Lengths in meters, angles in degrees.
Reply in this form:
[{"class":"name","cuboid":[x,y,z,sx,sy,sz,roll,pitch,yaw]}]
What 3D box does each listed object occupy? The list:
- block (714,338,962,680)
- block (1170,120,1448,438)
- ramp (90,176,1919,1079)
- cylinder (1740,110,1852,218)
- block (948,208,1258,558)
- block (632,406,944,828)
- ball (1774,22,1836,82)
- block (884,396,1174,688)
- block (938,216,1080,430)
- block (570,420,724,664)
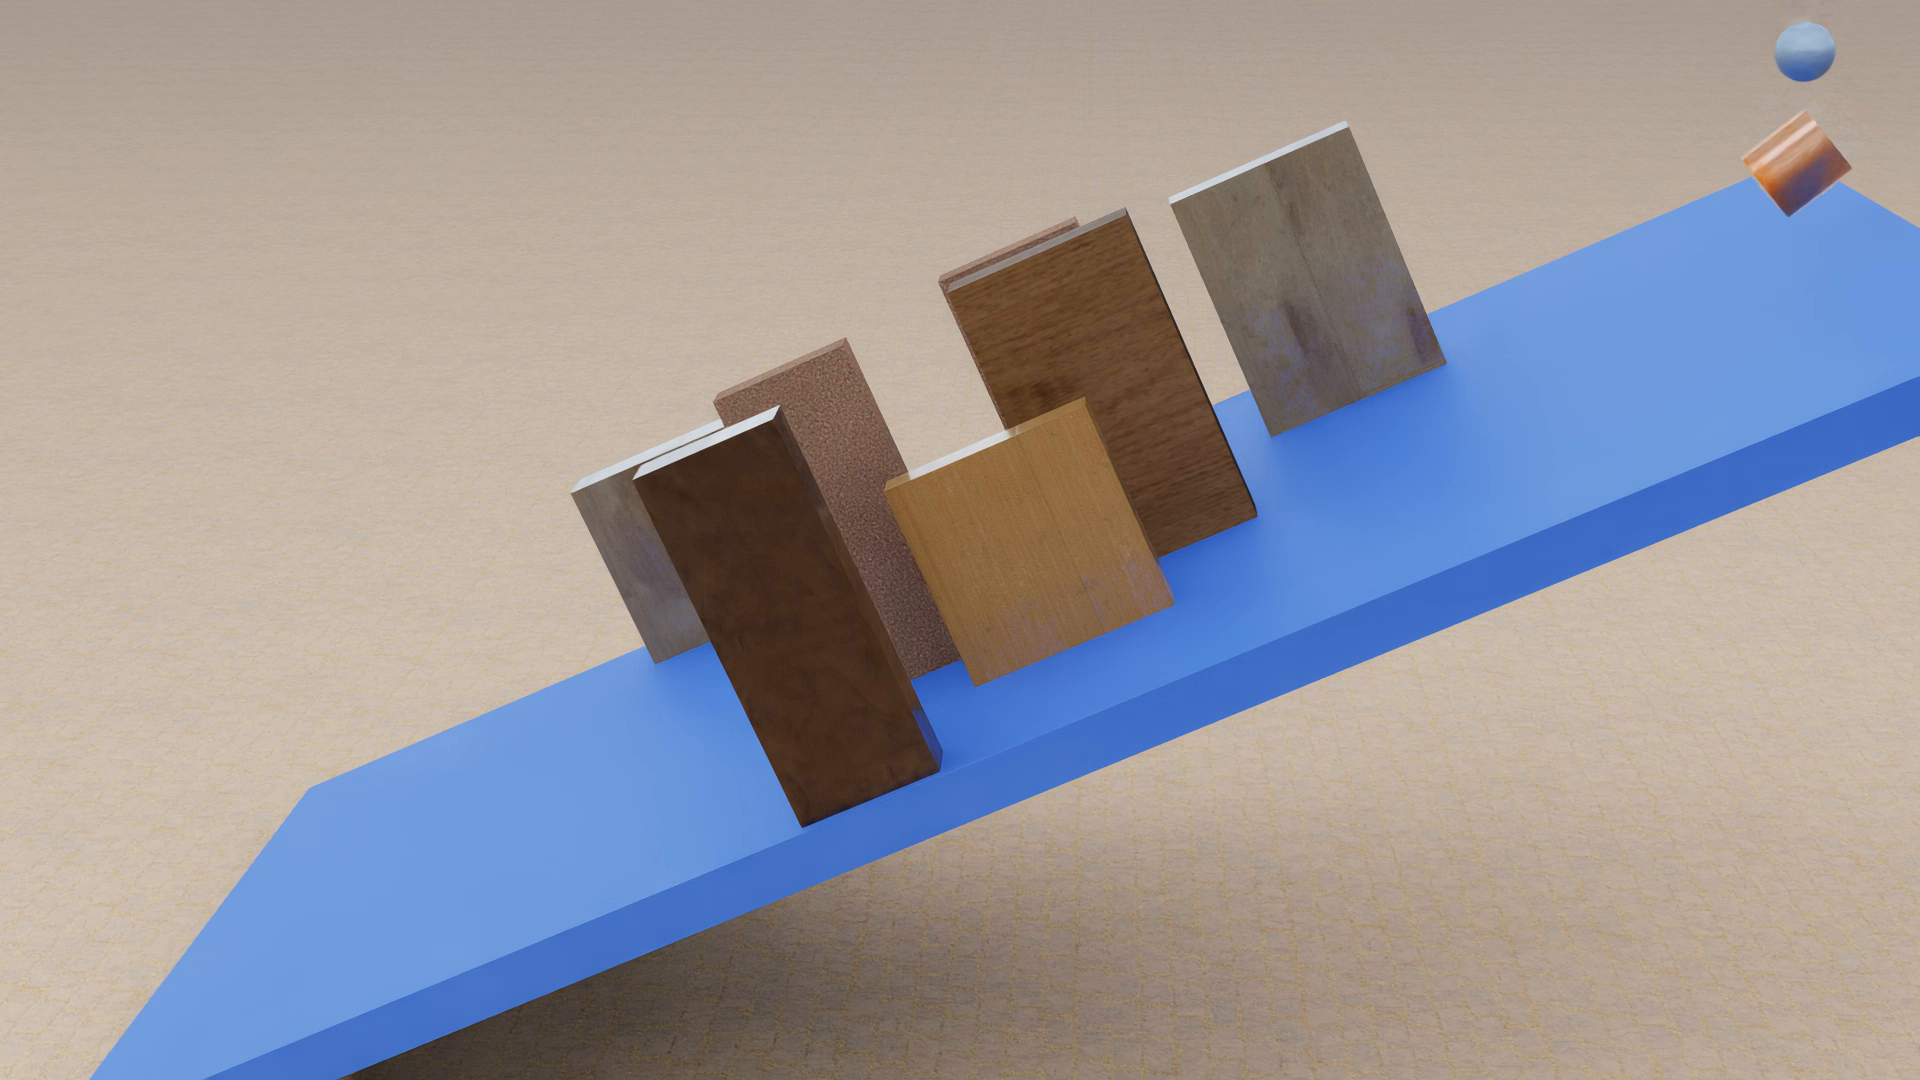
[{"class":"block","cuboid":[-0.221,-0.037,5.982,0.287,0.689,0.088,-23,13,8]},{"class":"block","cuboid":[0.777,-0.580,6.569,0.424,0.576,0.102,-23,13,8]},{"class":"ramp","cuboid":[0.132,0.170,6.284,4.000,0.100,2.000,-23,13,8]},{"class":"cylinder","cuboid":[1.717,-0.774,6.039,0.158,0.158,0.158,-39,6,17]},{"class":"block","cuboid":[0.295,-0.288,6.049,0.394,0.681,0.108,-23,13,8]},{"class":"block","cuboid":[-0.308,0.143,5.353,0.279,0.718,0.114,-23,13,8]},{"class":"ball","cuboid":[1.671,-0.965,5.816,0.117,0.117,0.117,0,15,0]},{"class":"block","cuboid":[0.136,0.005,5.731,0.424,0.432,0.087,-23,13,8]},{"class":"block","cuboid":[0.235,-0.349,6.486,0.326,0.646,0.083,-23,13,8]},{"class":"block","cuboid":[-0.646,-0.002,7.131,0.411,0.468,0.140,-23,13,8]}]
